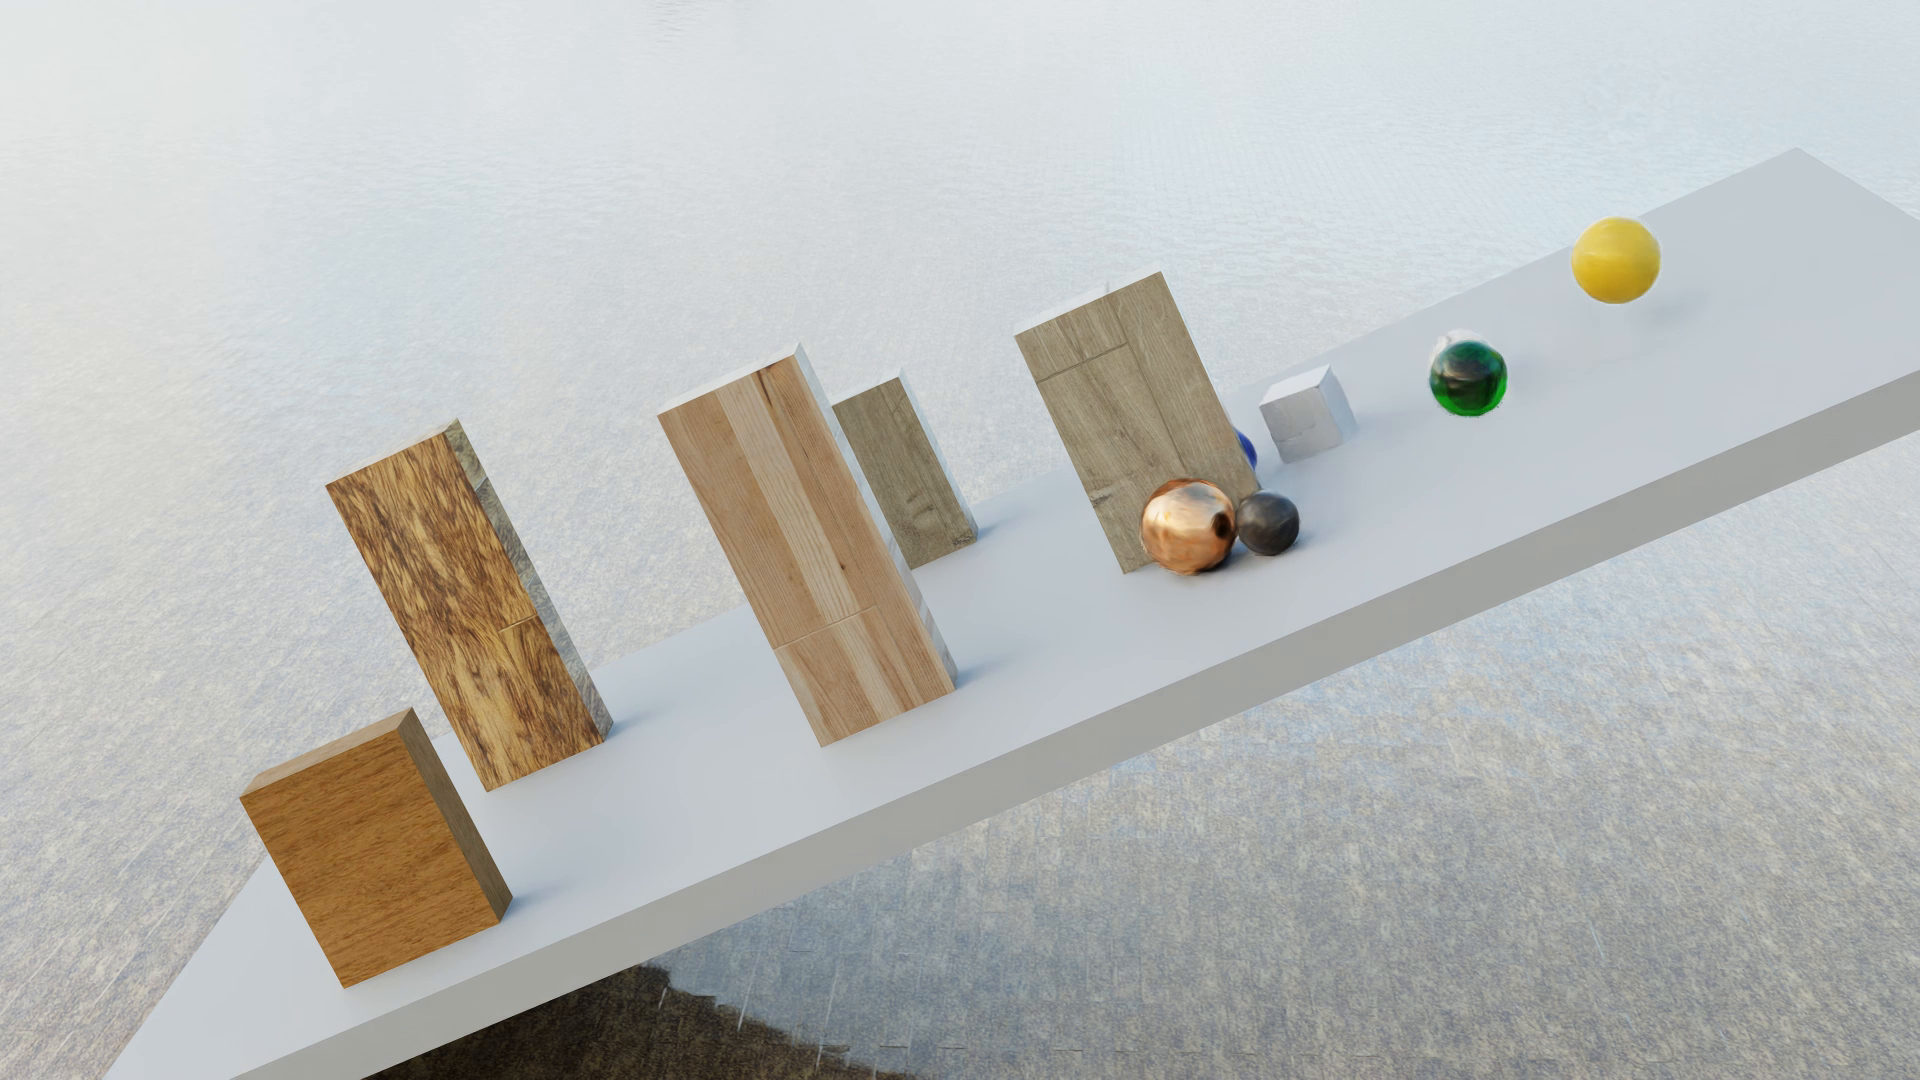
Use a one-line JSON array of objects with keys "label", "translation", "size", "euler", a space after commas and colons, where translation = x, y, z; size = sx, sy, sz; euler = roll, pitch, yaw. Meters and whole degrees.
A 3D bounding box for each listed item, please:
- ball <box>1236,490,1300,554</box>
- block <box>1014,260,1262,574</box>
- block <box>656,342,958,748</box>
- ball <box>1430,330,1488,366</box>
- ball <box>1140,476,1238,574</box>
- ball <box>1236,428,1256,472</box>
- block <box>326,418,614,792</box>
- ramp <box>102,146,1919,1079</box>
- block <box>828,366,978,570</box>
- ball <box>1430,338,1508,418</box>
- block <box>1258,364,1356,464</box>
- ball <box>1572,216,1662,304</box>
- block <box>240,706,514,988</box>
[{"label": "ball", "translation": [0.597, -0.034, 5.711], "size": [0.126, 0.126, 0.126], "euler": [0, 15, 0]}, {"label": "block", "translation": [0.373, -0.251, 6.037], "size": [0.324, 0.549, 0.127], "euler": [-23, 13, 9]}, {"label": "block", "translation": [-0.295, 0.012, 5.817], "size": [0.296, 0.744, 0.123], "euler": [-23, 13, 9]}, {"label": "ball", "translation": [1.056, -0.379, 6.203], "size": [0.130, 0.130, 0.130], "euler": [0, 15, 0]}, {"label": "ball", "translation": [0.453, -0.028, 5.811], "size": [0.192, 0.192, 0.192], "euler": [0, 15, 0]}, {"label": "ball", "translation": [0.561, -0.171, 6.277], "size": [0.144, 0.144, 0.144], "euler": [0, 15, 0]}, {"label": "block", "translation": [-1.109, 0.150, 6.685], "size": [0.302, 0.795, 0.139], "euler": [-23, 13, 9]}, {"label": "ramp", "translation": [0.134, 0.169, 6.283], "size": [4.000, 0.100, 2.000], "euler": [-23, 13, 9]}, {"label": "block", "translation": [-0.170, -0.150, 6.915], "size": [0.266, 0.434, 0.120], "euler": [-23, 13, 9]}, {"label": "ball", "translation": [1.034, -0.329, 5.981], "size": [0.159, 0.159, 0.159], "euler": [0, 15, 0]}, {"label": "block", "translation": [0.748, -0.271, 6.324], "size": [0.142, 0.142, 0.142], "euler": [-20, 14, 24]}, {"label": "ball", "translation": [1.354, -0.578, 6.068], "size": [0.183, 0.183, 0.183], "euler": [0, 15, 0]}, {"label": "block", "translation": [-1.140, 0.603, 5.759], "size": [0.346, 0.436, 0.134], "euler": [-23, 13, 9]}]
